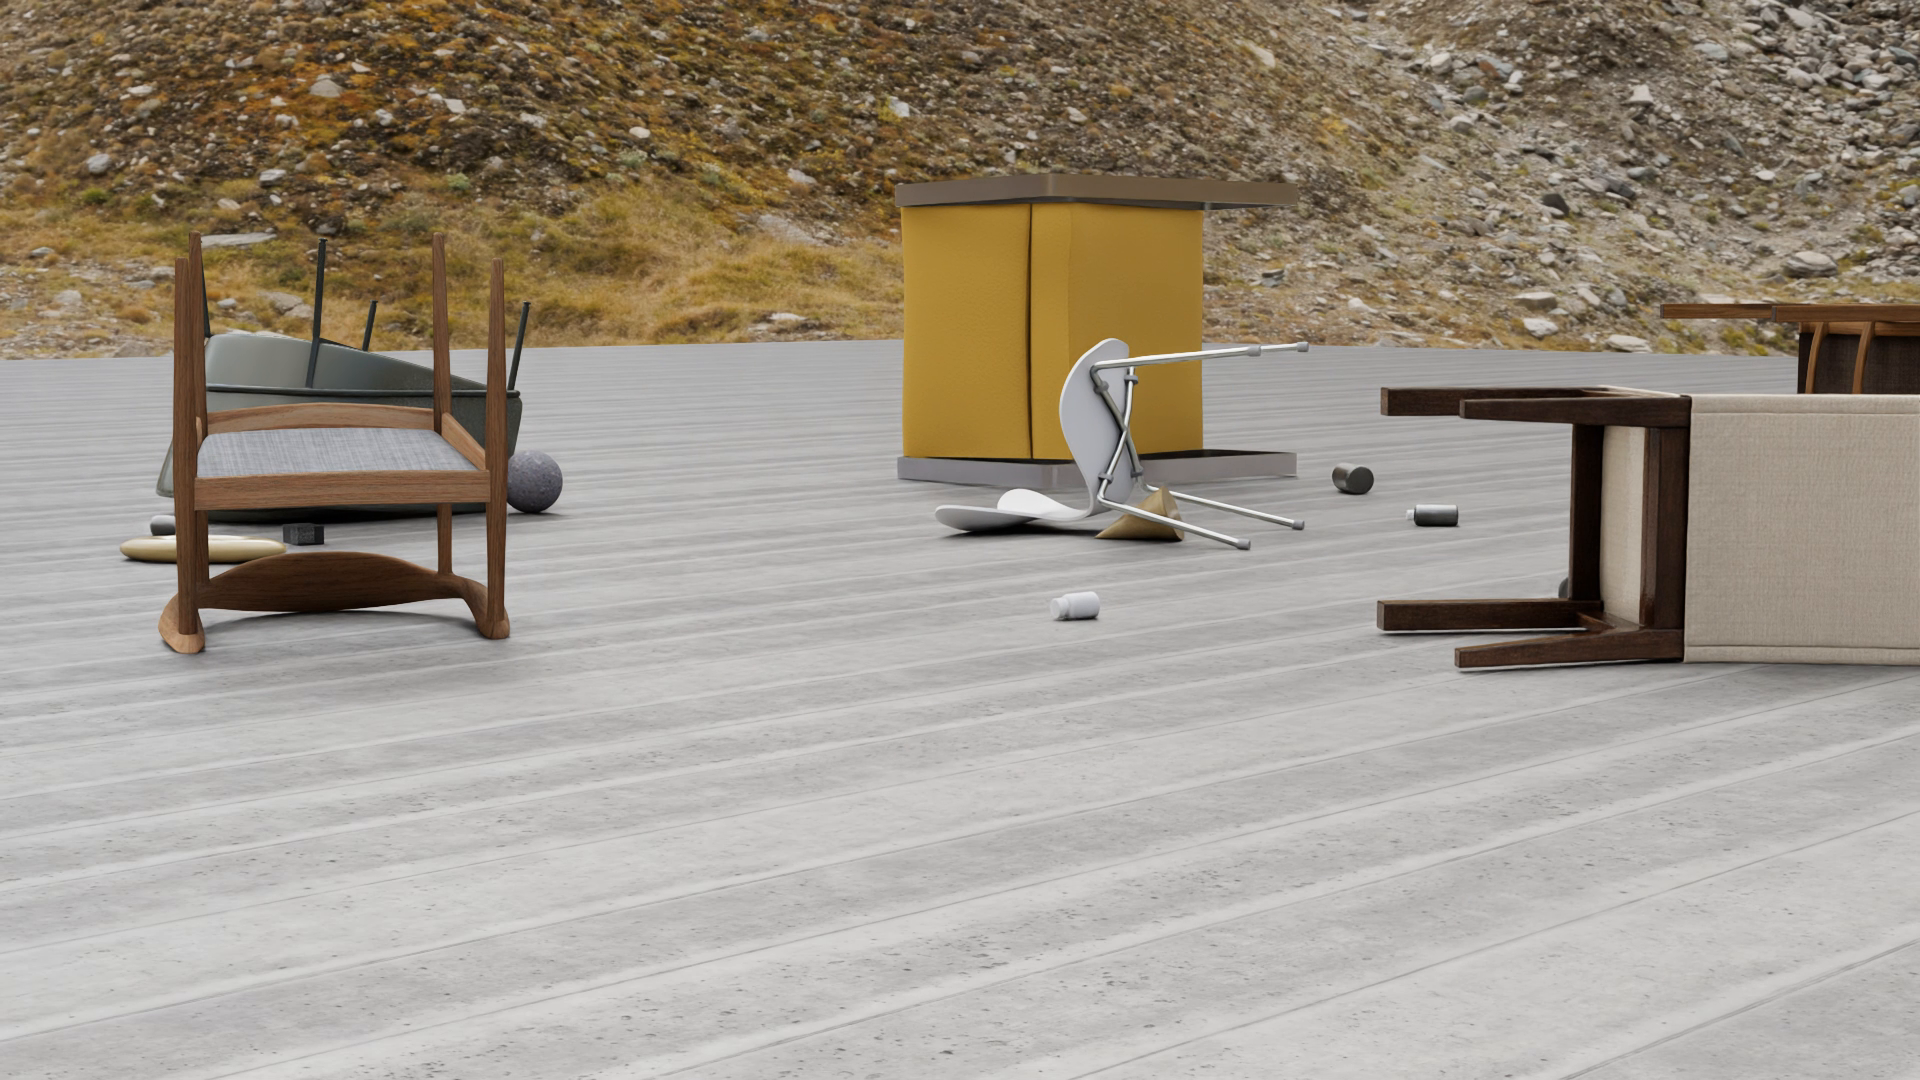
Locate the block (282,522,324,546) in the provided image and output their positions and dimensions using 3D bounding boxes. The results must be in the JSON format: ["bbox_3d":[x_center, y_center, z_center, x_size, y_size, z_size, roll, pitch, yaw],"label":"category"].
[{"bbox_3d":[-1.620,-0.014,6.329,0.066,0.045,0.105,-4,7,-34],"label":"block"}]

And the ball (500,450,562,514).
[{"bbox_3d":[-1.193,-0.163,7.135,0.175,0.175,0.175,0,6,0],"label":"ball"}]

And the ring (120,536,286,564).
[{"bbox_3d":[-1.758,0.021,5.957,0.412,0.053,0.193,1,5,12],"label":"ring"}]

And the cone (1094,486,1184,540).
[{"bbox_3d":[0.432,-0.036,6.420,0.215,0.140,0.204,-18,-14,13],"label":"cone"}]
